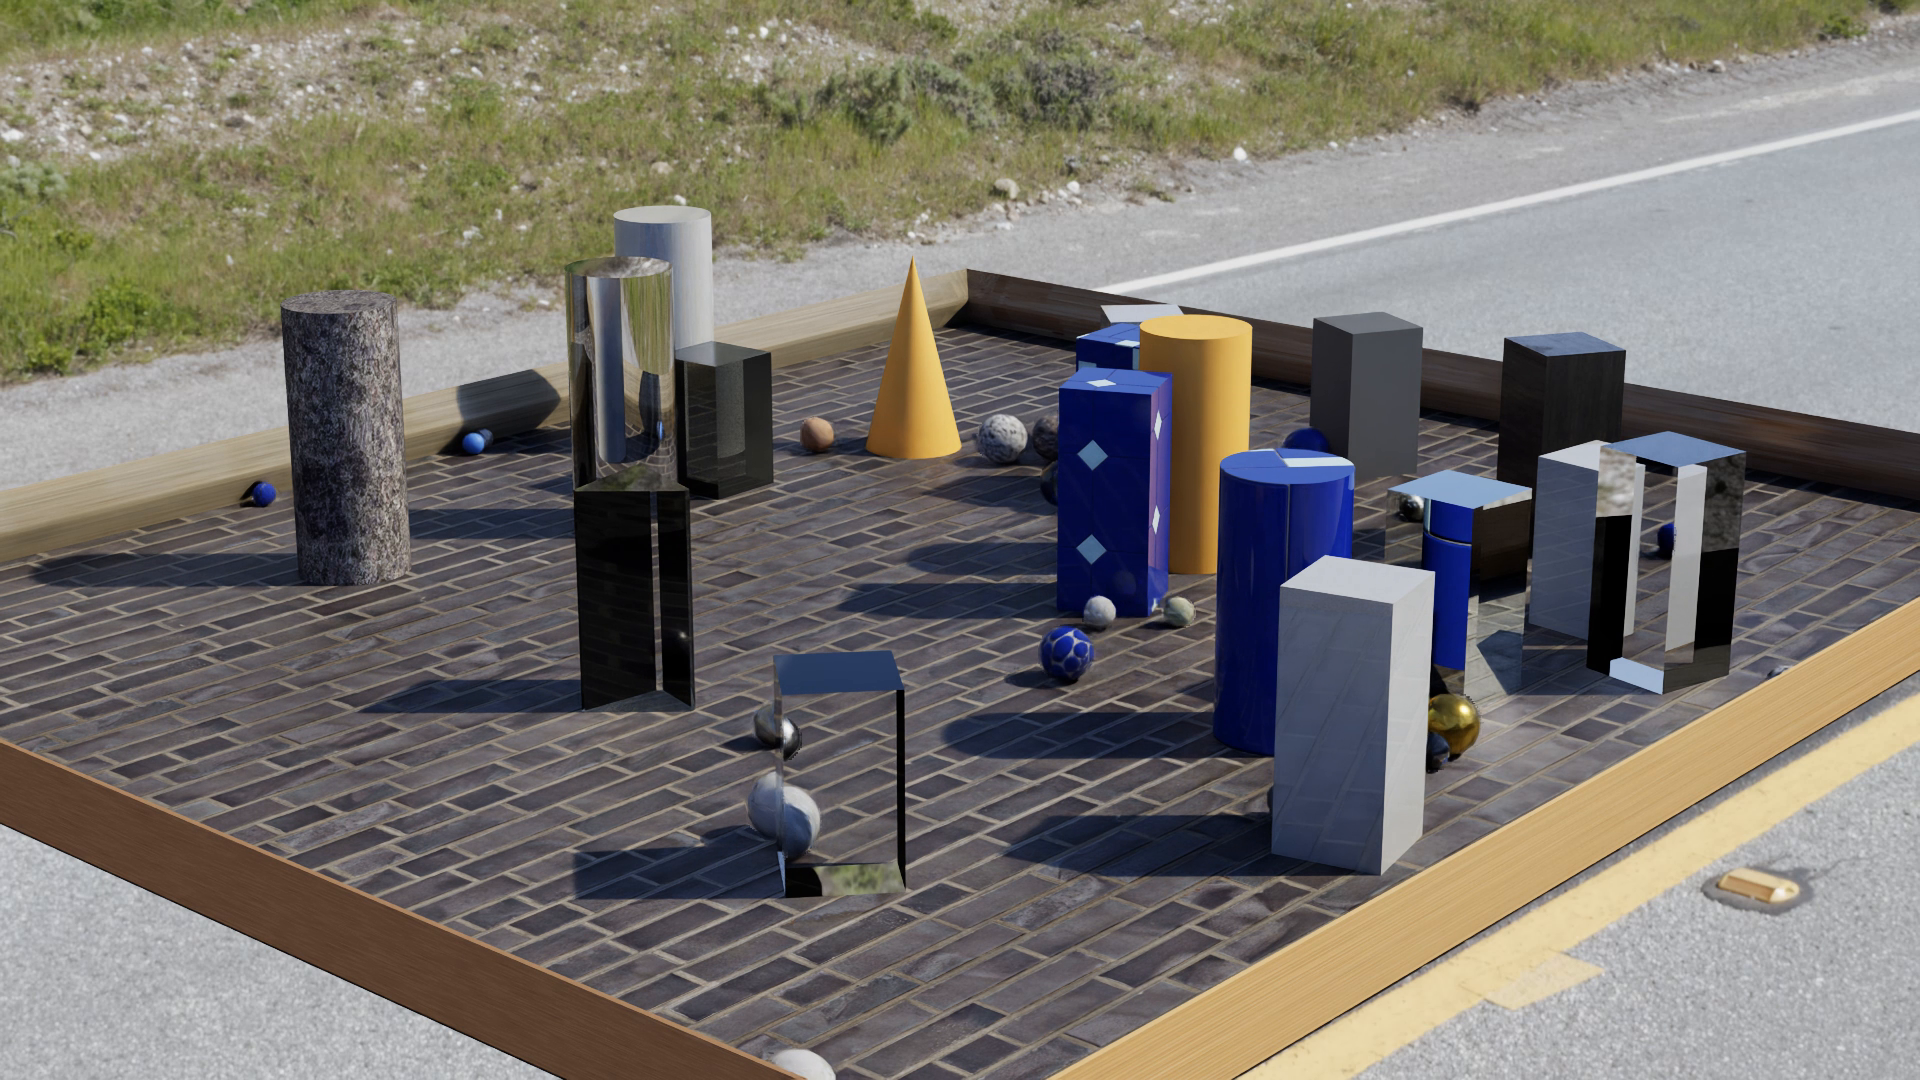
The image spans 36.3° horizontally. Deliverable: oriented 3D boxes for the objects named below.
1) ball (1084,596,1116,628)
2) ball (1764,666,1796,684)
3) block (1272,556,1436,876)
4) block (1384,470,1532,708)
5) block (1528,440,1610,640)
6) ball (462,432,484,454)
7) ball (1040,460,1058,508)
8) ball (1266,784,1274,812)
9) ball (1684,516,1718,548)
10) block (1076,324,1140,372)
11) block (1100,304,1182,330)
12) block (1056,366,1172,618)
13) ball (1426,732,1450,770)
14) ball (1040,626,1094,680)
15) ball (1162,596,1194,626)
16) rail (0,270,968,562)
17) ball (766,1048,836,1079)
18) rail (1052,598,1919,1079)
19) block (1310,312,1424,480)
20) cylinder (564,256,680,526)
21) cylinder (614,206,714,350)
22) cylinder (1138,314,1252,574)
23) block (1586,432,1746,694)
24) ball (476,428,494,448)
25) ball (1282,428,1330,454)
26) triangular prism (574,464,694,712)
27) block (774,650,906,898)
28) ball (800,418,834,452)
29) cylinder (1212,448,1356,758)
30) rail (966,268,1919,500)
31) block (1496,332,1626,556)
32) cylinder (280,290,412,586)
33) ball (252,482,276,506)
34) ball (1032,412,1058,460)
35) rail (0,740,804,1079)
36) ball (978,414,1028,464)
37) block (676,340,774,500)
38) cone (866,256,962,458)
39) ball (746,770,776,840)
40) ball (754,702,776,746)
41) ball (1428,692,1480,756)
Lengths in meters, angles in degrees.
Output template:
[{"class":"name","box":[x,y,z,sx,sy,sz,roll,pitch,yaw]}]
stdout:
[{"class":"ball","box":[0.236,0.122,4.955,0.055,0.055,0.055,0,17,0]},{"class":"ball","box":[1.287,0.232,4.554,0.075,0.075,0.075,0,17,0]},{"class":"block","box":[0.536,0.237,4.002,0.160,0.385,0.160,9,19,27]},{"class":"block","box":[0.779,0.079,4.616,0.160,0.333,0.160,15,23,42]},{"class":"block","box":[1.080,0.002,4.940,0.160,0.293,0.160,-14,22,-40]},{"class":"ball","box":[-1.003,-0.199,6.038,0.045,0.045,0.045,0,17,0]},{"class":"ball","box":[0.205,-0.109,5.648,0.098,0.098,0.098,0,17,0]},{"class":"ball","box":[0.462,0.367,4.138,0.058,0.058,0.058,0,17,0]},{"class":"ball","box":[1.364,-0.015,5.401,0.061,0.061,0.061,0,17,0]},{"class":"block","box":[0.337,-0.247,5.734,0.160,0.313,0.160,12,20,34]},{"class":"block","box":[0.380,-0.337,6.097,0.160,0.276,0.160,-1,17,-4]},{"class":"block","box":[0.267,-0.084,5.052,0.160,0.393,0.160,5,17,16]},{"class":"ball","box":[0.695,0.311,4.327,0.056,0.056,0.056,0,17,0]},{"class":"ball","box":[0.171,0.182,4.701,0.087,0.087,0.087,0,17,0]},{"class":"ball","box":[0.369,0.121,4.965,0.051,0.051,0.051,0,17,0]},{"class":"rail","box":[-1.069,-0.235,6.009,0.045,0.130,3.365,14,22,39]},{"class":"ball","box":[-0.182,0.613,3.258,0.094,0.094,0.094,0,17,0]},{"class":"rail","box":[1.069,0.300,4.231,0.045,0.130,3.365,14,22,39]},{"class":"block","box":[0.815,-0.291,5.902,0.160,0.300,0.160,-7,18,-21]},{"class":"cylinder","box":[-0.631,-0.268,5.491,0.200,0.494,0.200,0,17,0]},{"class":"cylinder","box":[-0.610,-0.438,6.077,0.200,0.480,0.200,0,17,0]},{"class":"cylinder","box":[0.420,-0.174,5.285,0.200,0.431,0.200,0,17,0]},{"class":"block","box":[1.130,0.034,4.696,0.160,0.373,0.160,-12,20,-34]},{"class":"ball","box":[-0.989,-0.210,6.081,0.043,0.043,0.043,0,17,0]},{"class":"ball","box":[0.693,-0.177,5.877,0.096,0.096,0.096,0,17,0]},{"class":"triangular prism","box":[-0.503,0.074,4.591,0.173,0.358,0.150,0,17,-1]},{"class":"block","box":[-0.162,0.312,3.926,0.160,0.286,0.160,-2,17,-7]},{"class":"ball","box":[-0.294,-0.216,6.053,0.070,0.070,0.070,0,17,0]},{"class":"cylinder","box":[0.486,0.093,4.411,0.200,0.424,0.200,0,17,0]},{"class":"rail","box":[1.088,-0.329,6.319,2.880,0.130,0.045,14,22,39]},{"class":"block","box":[1.098,-0.175,5.381,0.160,0.379,0.160,-5,18,-17]},{"class":"cylinder","box":[-1.089,-0.183,5.211,0.200,0.492,0.200,0,17,0]},{"class":"ball","box":[-1.347,-0.089,5.675,0.045,0.045,0.045,0,17,0]},{"class":"ball","box":[0.196,-0.211,5.984,0.099,0.099,0.099,0,17,0]},{"class":"rail","box":[-1.088,0.394,3.920,2.880,0.130,0.045,14,22,39]},{"class":"ball","box":[0.087,-0.207,5.969,0.100,0.100,0.100,0,17,0]},{"class":"block","box":[-0.483,-0.238,5.785,0.160,0.266,0.160,13,21,37]},{"class":"cone","box":[-0.097,-0.389,6.046,0.200,0.405,0.200,0,17,0]},{"class":"ball","box":[-0.247,0.368,4.066,0.097,0.097,0.097,0,17,0]},{"class":"ball","box":[-0.279,0.277,4.420,0.066,0.066,0.066,0,17,0]},{"class":"ball","box":[0.731,0.275,4.382,0.093,0.093,0.093,0,17,0]}]
